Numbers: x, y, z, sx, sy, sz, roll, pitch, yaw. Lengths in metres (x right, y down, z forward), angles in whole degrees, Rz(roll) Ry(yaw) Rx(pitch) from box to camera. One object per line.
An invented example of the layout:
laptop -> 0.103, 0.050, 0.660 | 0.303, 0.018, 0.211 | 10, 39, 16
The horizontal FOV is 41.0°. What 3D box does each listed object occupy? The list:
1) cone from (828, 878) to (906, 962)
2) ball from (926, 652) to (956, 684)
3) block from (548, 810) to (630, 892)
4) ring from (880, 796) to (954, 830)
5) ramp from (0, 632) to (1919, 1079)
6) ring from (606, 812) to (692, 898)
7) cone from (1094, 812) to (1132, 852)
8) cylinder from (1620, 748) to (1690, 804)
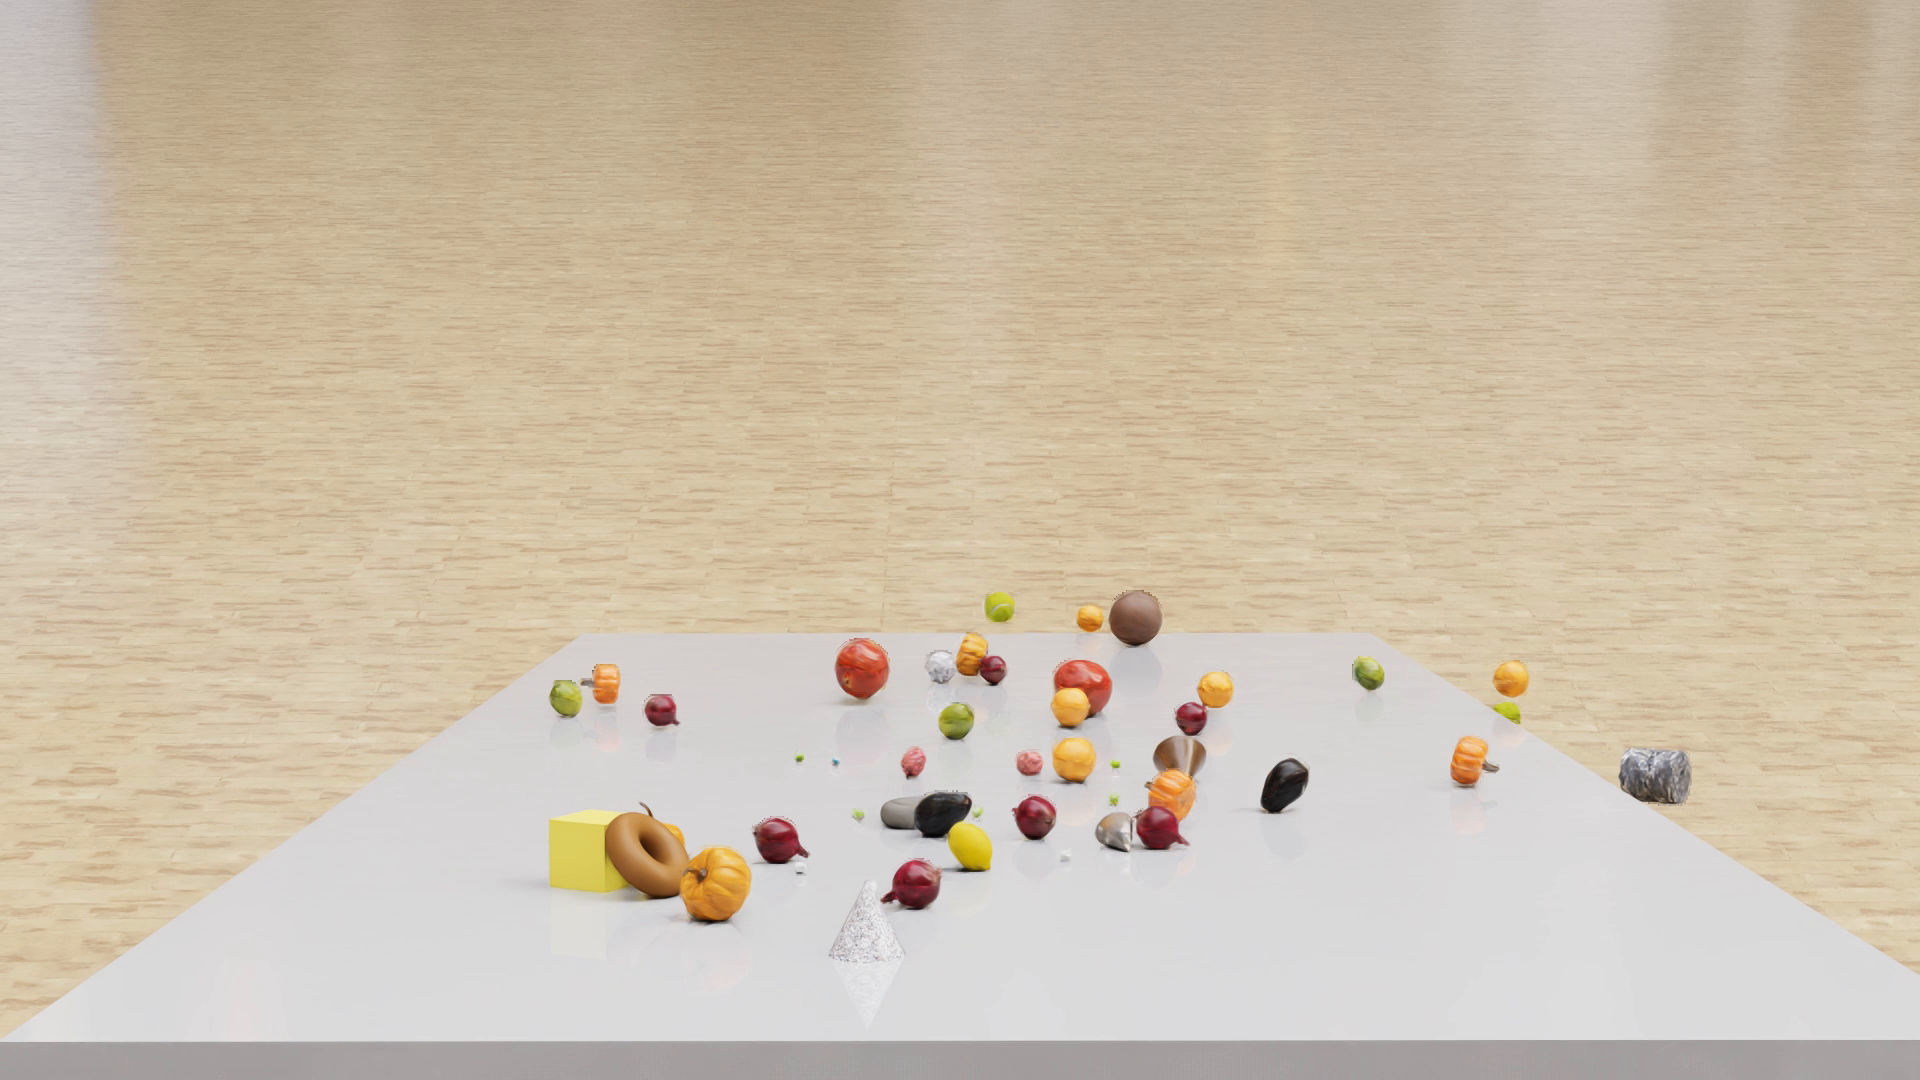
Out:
cone -> -0.105, 0.426, 2.912 | 0.088, 0.088, 0.088 | 0, 4, 0
ball -> -0.041, 0.272, 5.471 | 0.066, 0.066, 0.066 | 0, 20, 0
block -> -0.469, 0.401, 3.316 | 0.087, 0.087, 0.087 | 2, 4, 28
ring -> -0.063, 0.399, 3.752 | 0.107, 0.036, 0.107 | -1, 4, 0
ramp -> 0.046, 0.416, 4.535 | 2.000, 0.100, 4.000 | 0, 4, 0
ring -> -0.395, 0.400, 3.257 | 0.128, 0.043, 0.128 | 39, 20, -17
cone -> 0.224, 0.416, 3.554 | 0.057, 0.057, 0.057 | -7, 33, -20
cylinder -> 1.203, 0.408, 4.443 | 0.092, 0.092, 0.092 | 2, 17, 36
